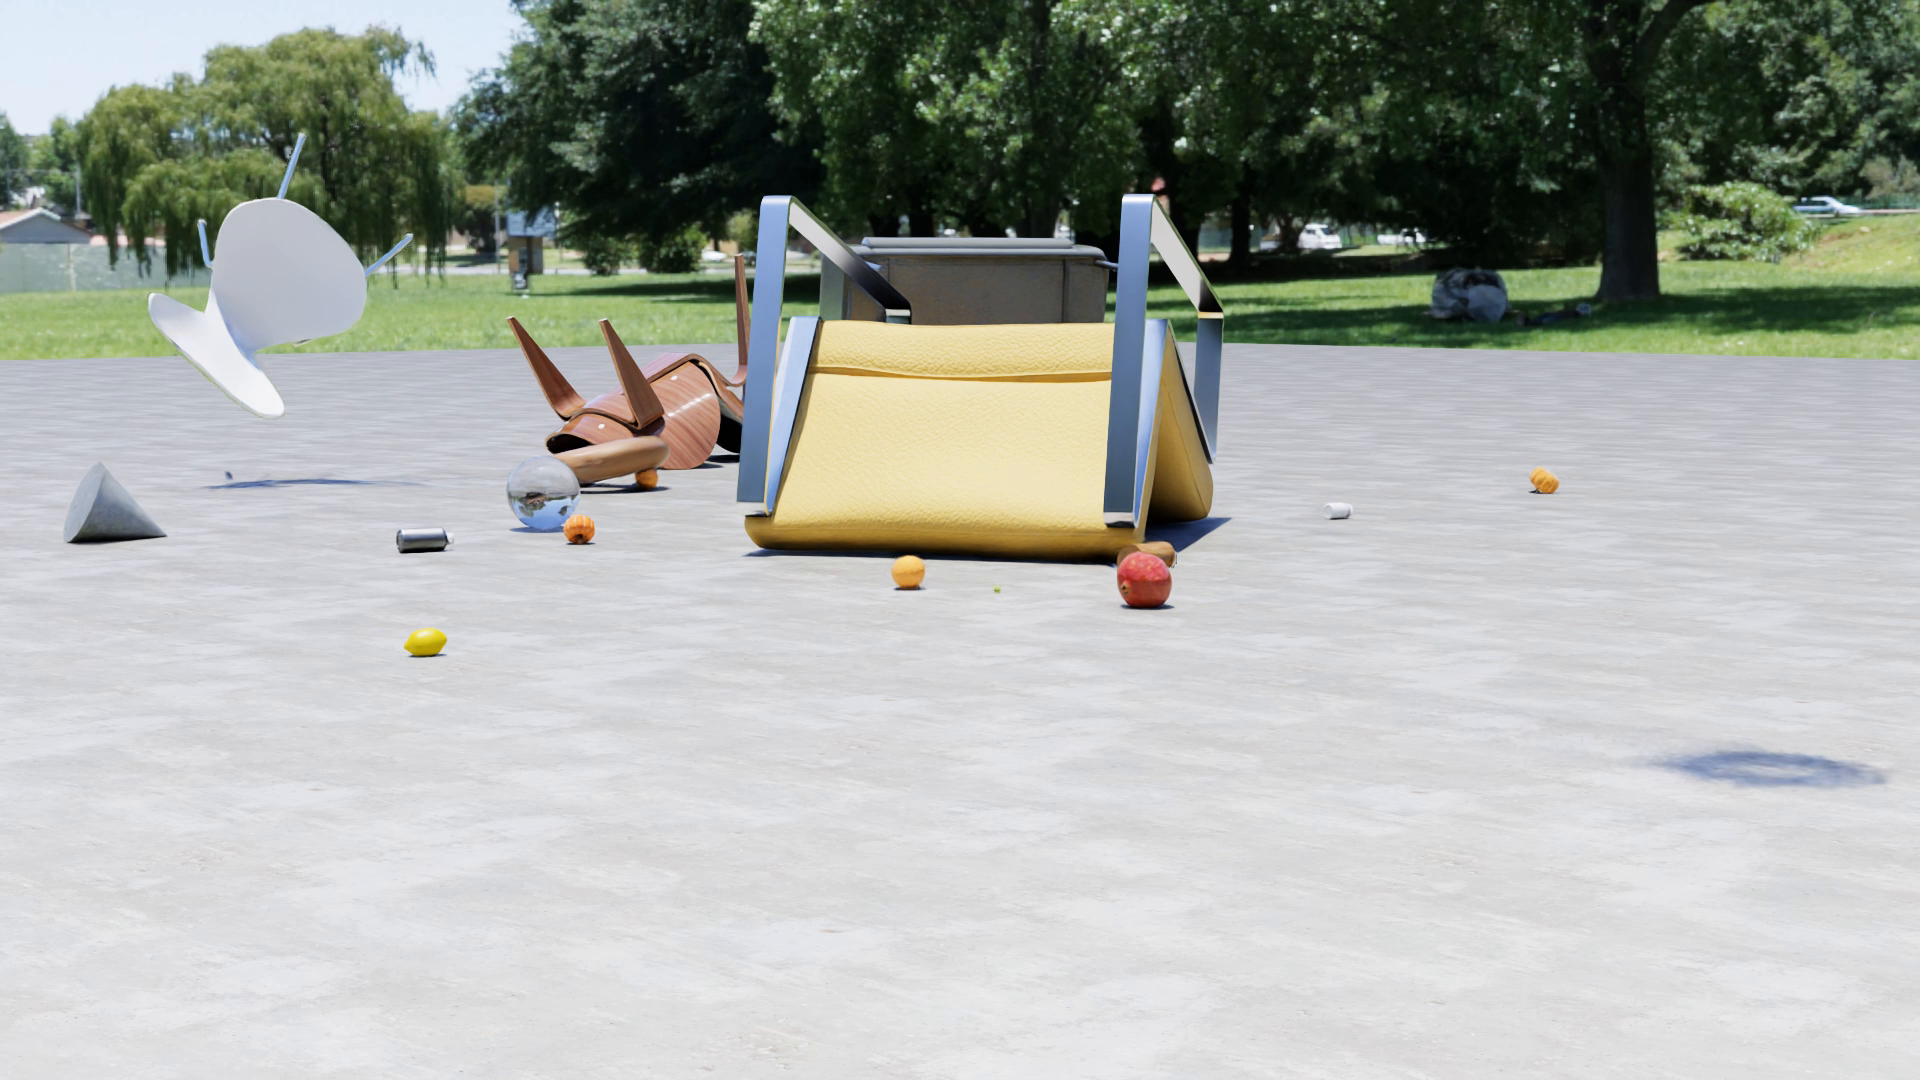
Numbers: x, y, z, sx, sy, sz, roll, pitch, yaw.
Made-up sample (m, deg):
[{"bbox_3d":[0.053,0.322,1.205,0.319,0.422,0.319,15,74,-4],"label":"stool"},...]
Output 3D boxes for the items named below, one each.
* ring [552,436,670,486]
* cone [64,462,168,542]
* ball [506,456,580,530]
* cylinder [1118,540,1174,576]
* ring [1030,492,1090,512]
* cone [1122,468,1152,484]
[{"bbox_3d":[-1.114,-0.239,7.933,0.441,0.105,0.373,-12,1,-2],"label":"ring"},{"bbox_3d":[-2.092,-0.052,6.436,0.228,0.213,0.255,26,4,-29],"label":"cone"},{"bbox_3d":[-1.082,-0.123,6.665,0.193,0.193,0.193,0,6,0],"label":"ball"},{"bbox_3d":[0.412,0.040,5.683,0.112,0.068,0.074,-6,-21,-46],"label":"cylinder"},{"bbox_3d":[0.281,-0.106,7.238,0.165,0.042,0.200,-2,7,-13],"label":"ring"},{"bbox_3d":[0.553,-0.191,8.150,0.087,0.050,0.128,-17,11,-3],"label":"cone"}]
